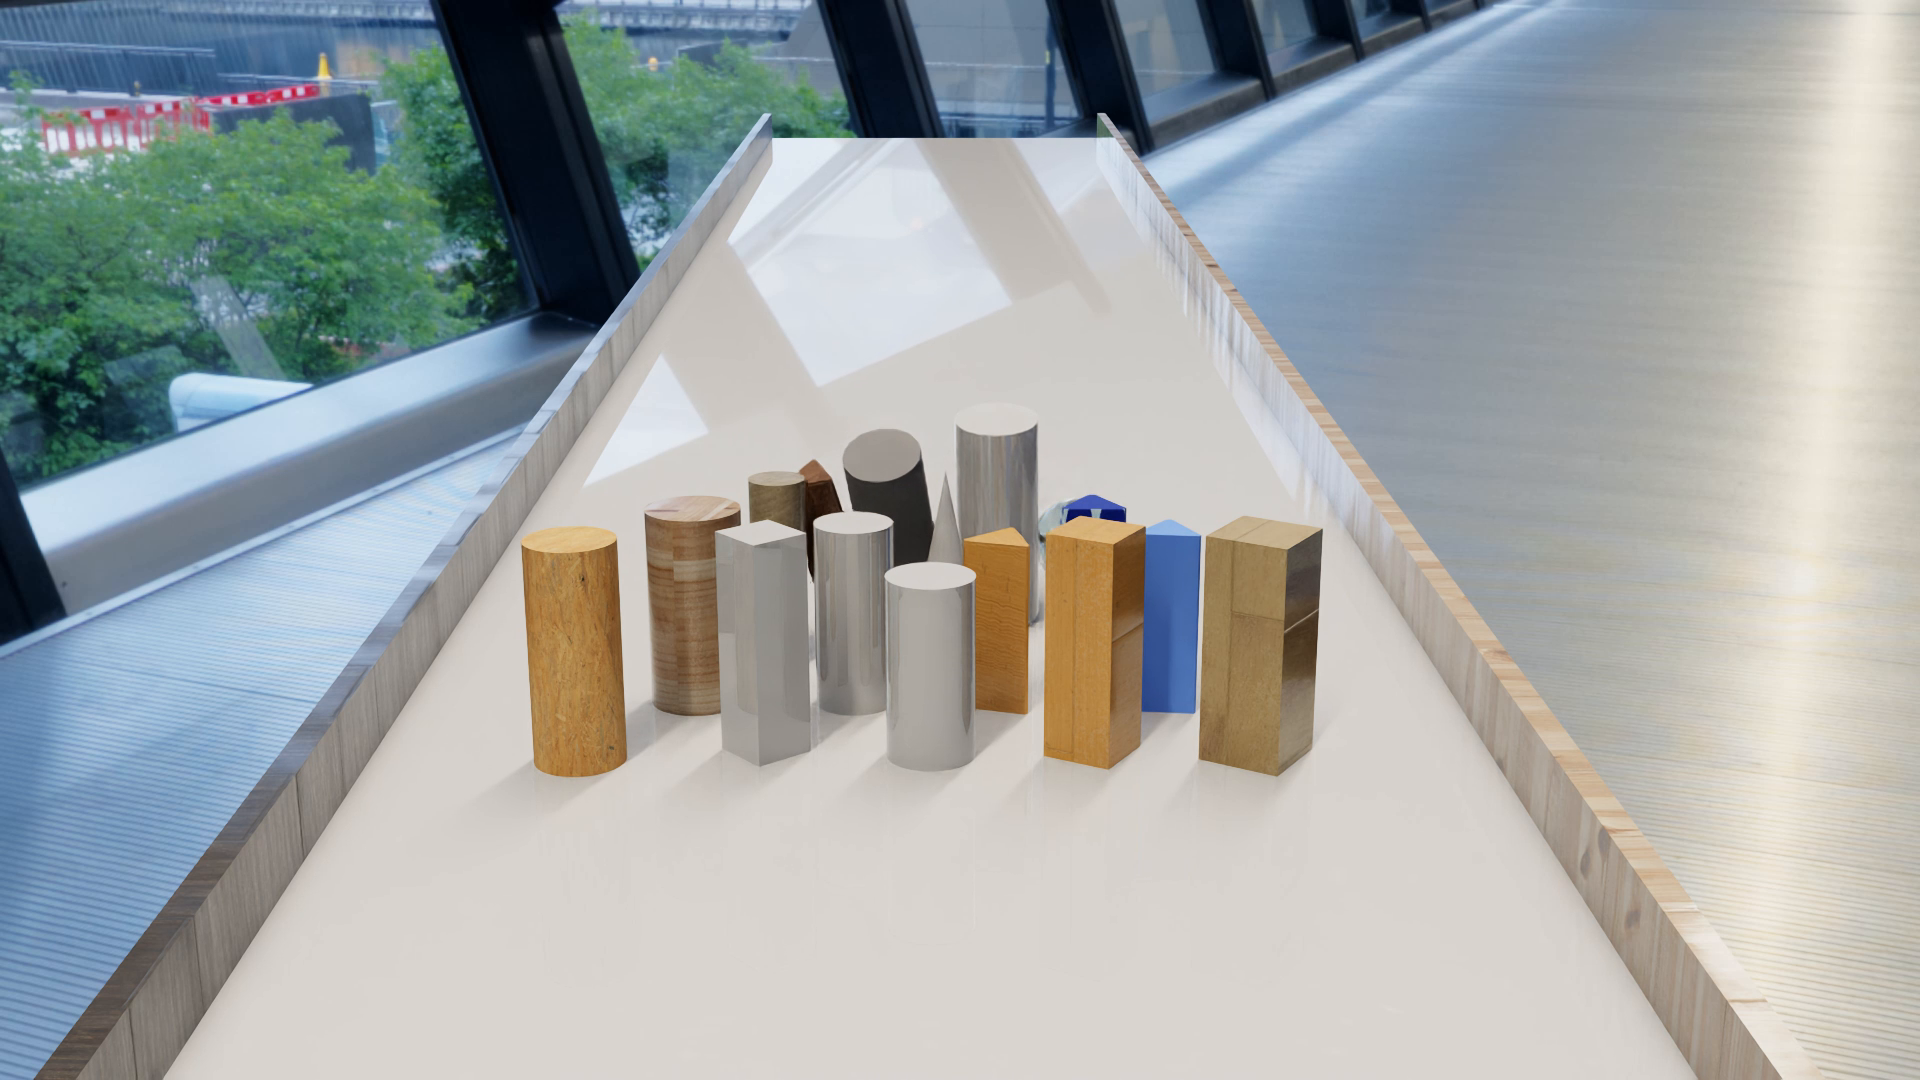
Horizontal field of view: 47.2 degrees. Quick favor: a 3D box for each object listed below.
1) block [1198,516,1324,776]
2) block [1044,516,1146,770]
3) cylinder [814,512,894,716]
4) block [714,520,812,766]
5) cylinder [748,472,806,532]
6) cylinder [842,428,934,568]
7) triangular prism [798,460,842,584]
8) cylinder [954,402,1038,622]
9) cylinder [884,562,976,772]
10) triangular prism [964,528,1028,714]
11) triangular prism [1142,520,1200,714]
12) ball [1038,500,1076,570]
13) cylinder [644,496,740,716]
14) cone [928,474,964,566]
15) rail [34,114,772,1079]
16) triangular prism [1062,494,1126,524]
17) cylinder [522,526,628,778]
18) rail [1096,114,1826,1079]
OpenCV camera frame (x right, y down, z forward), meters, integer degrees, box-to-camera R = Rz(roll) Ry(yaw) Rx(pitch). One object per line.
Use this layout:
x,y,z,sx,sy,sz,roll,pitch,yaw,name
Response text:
0.530,0.185,3.879,0.153,0.414,0.153,10,19,31,block
0.238,0.180,3.893,0.130,0.414,0.130,9,19,29,block
-0.199,0.138,4.141,0.149,0.355,0.149,0,17,0,cylinder
-0.348,0.182,3.900,0.114,0.408,0.114,-14,21,-39,block
-0.359,0.062,4.353,0.112,0.380,0.112,0,17,0,cylinder
-0.131,-0.016,4.491,0.157,0.428,0.157,-5,44,4,cylinder
-0.261,0.006,4.544,0.109,0.350,0.095,-9,30,13,triangular prism
0.077,-0.048,4.573,0.171,0.443,0.171,-1,26,0,cylinder
-0.052,0.223,3.889,0.160,0.335,0.160,0,17,0,cylinder
0.083,0.149,4.148,0.126,0.330,0.109,5,17,18,triangular prism
0.388,0.142,4.138,0.120,0.348,0.104,2,17,7,triangular prism
0.245,0.002,4.716,0.178,0.178,0.178,0,17,0,ball
-0.498,0.123,4.149,0.179,0.379,0.179,0,17,0,cylinder
-0.028,0.049,4.382,0.155,0.387,0.155,0,17,0,cone
-1.118,-0.838,7.780,0.050,0.150,12.000,0,17,-1,rail
0.265,0.071,4.443,0.127,0.311,0.110,0,17,1,triangular prism
-0.675,0.195,3.856,0.163,0.409,0.163,0,17,0,cylinder
0.932,-0.844,7.801,0.050,0.150,12.000,0,17,-1,rail
